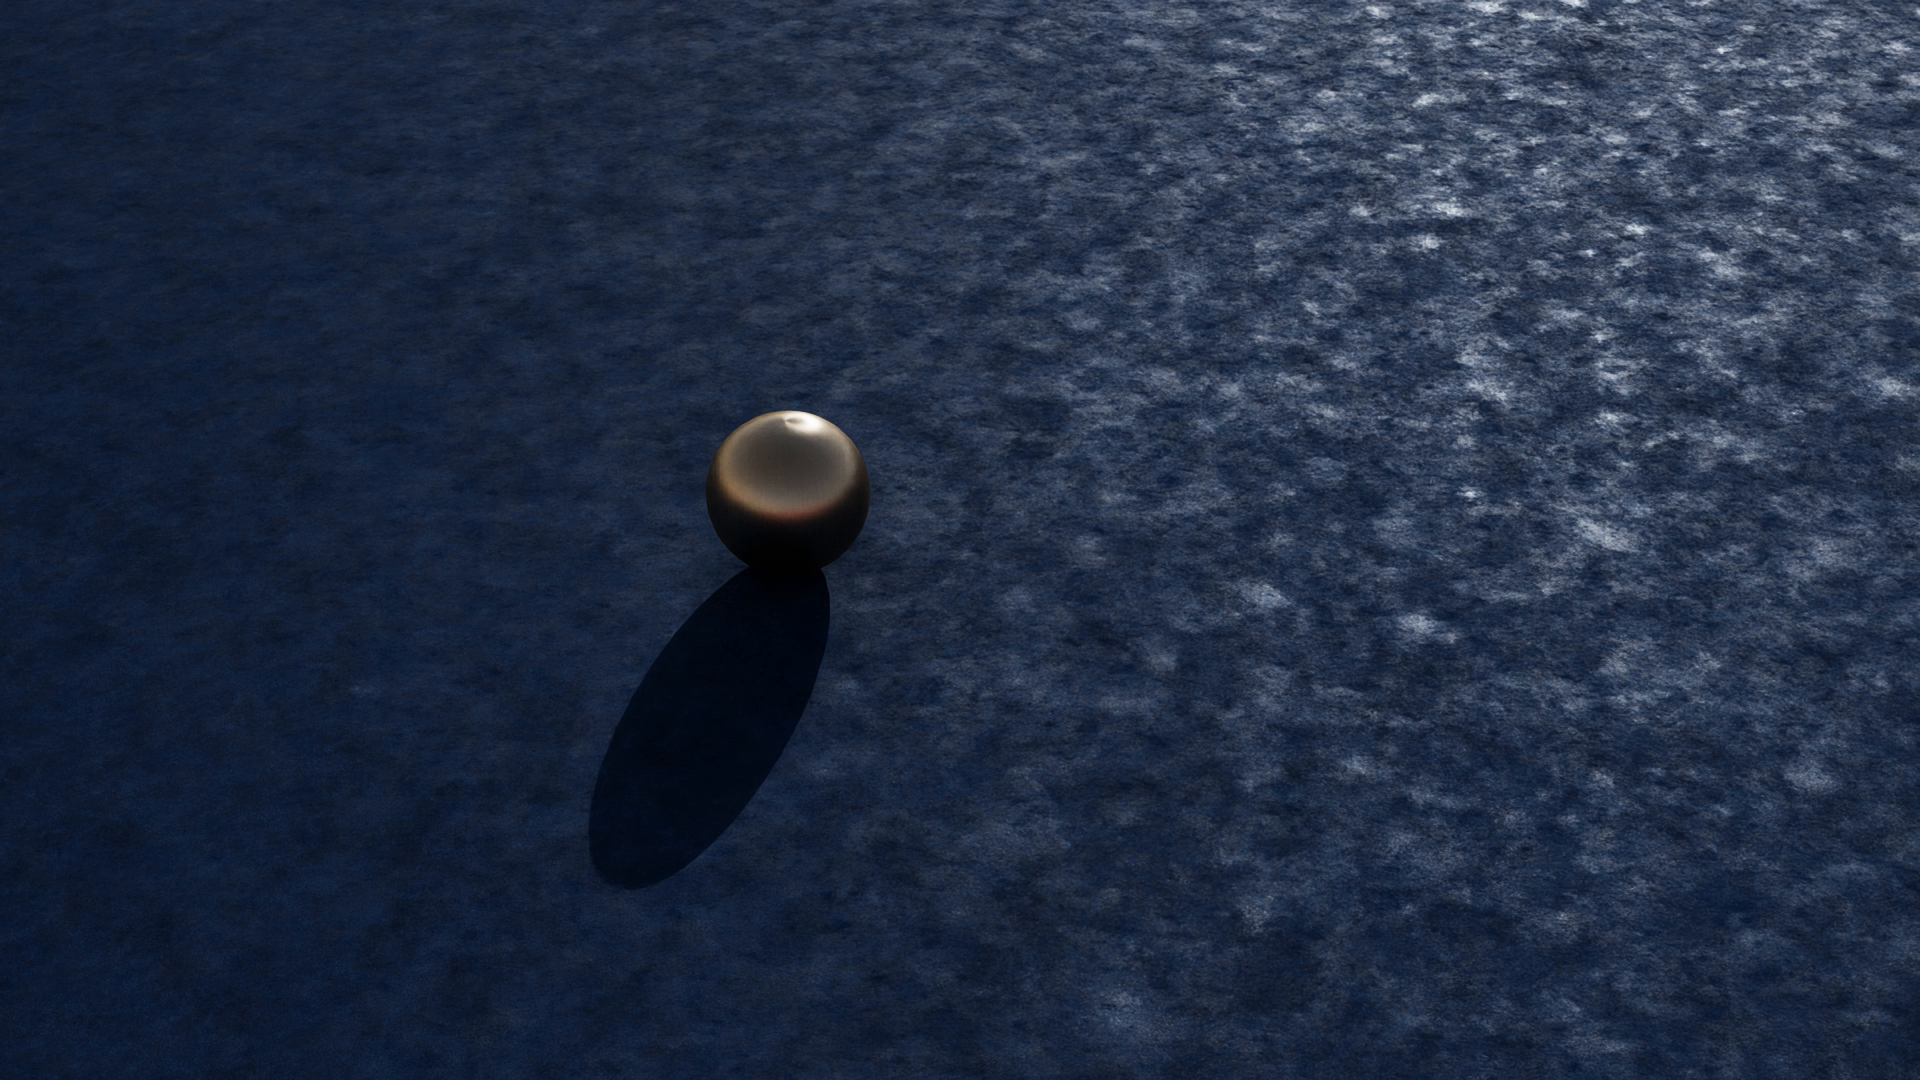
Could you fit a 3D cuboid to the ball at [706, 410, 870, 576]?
[{"bbox_3d":[-0.096,-0.026,1.646,0.092,0.092,0.092,0,32,0],"label":"ball"}]
